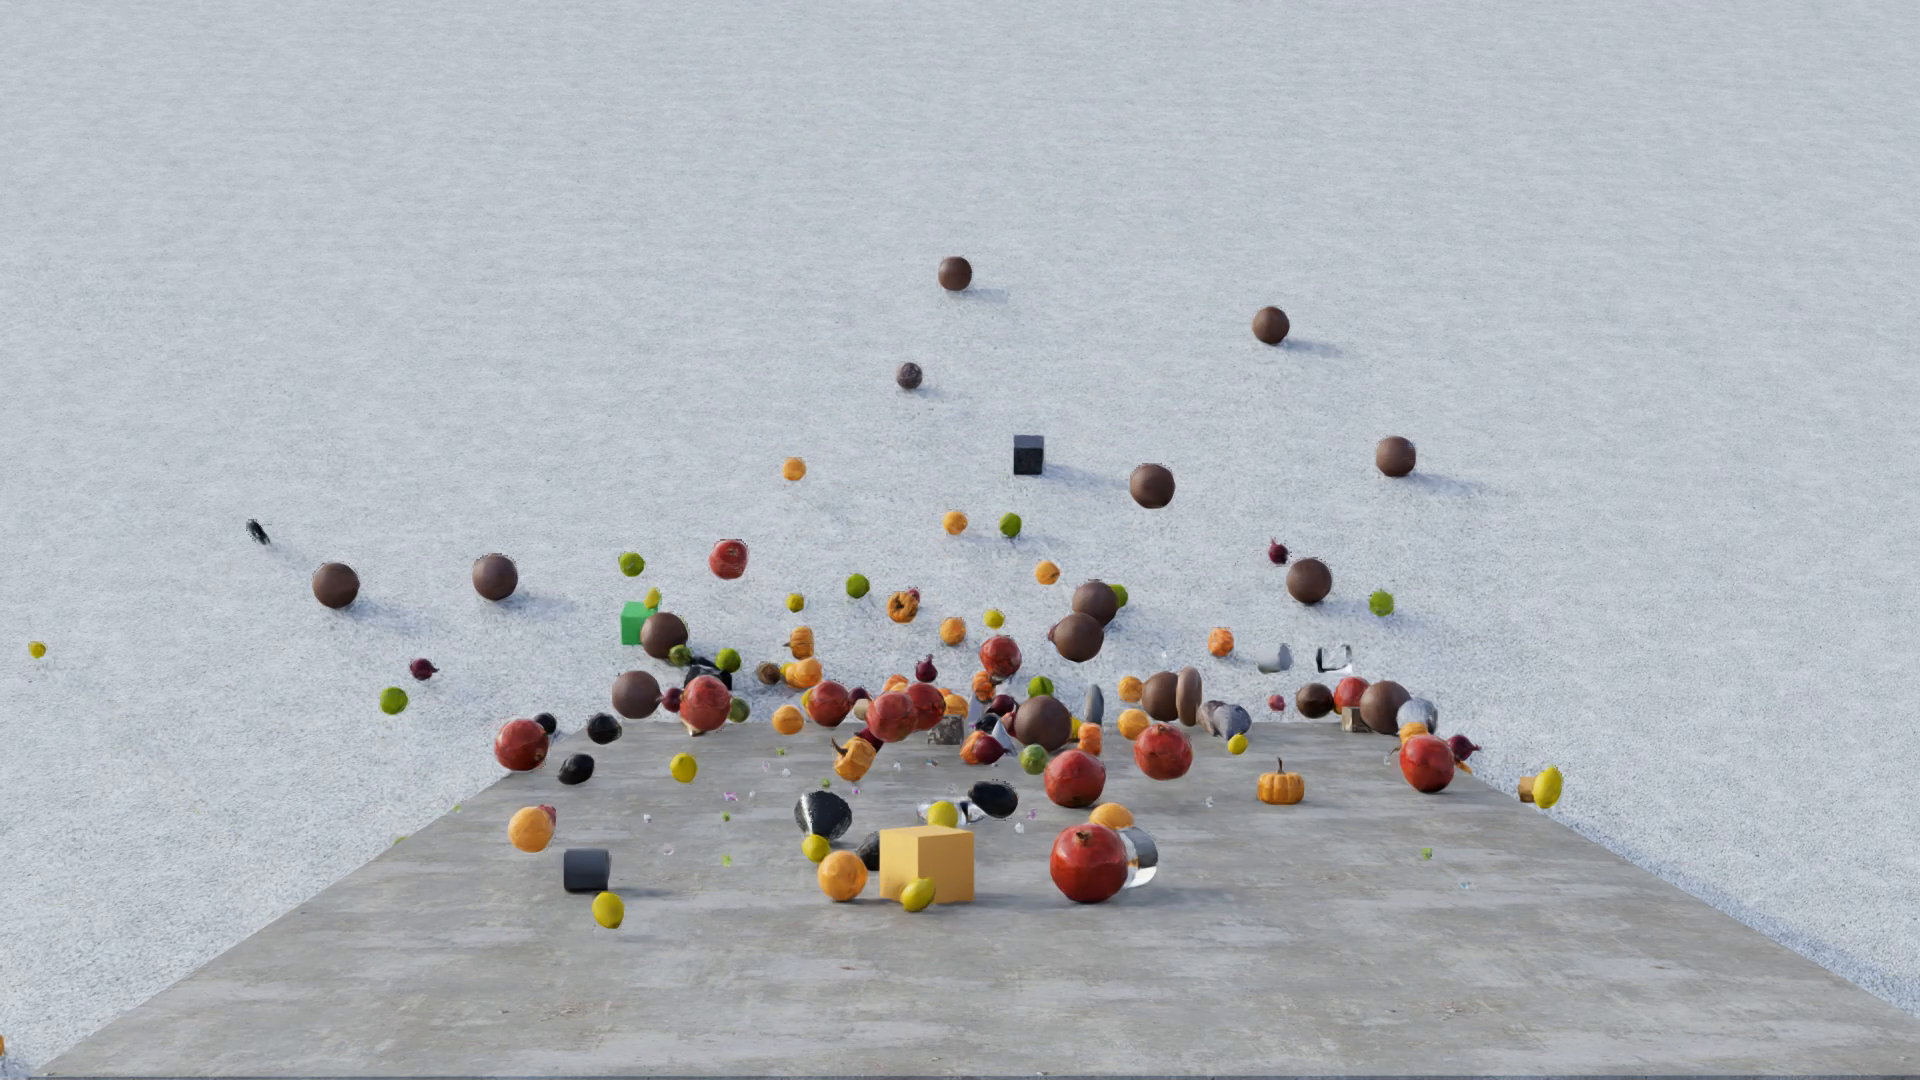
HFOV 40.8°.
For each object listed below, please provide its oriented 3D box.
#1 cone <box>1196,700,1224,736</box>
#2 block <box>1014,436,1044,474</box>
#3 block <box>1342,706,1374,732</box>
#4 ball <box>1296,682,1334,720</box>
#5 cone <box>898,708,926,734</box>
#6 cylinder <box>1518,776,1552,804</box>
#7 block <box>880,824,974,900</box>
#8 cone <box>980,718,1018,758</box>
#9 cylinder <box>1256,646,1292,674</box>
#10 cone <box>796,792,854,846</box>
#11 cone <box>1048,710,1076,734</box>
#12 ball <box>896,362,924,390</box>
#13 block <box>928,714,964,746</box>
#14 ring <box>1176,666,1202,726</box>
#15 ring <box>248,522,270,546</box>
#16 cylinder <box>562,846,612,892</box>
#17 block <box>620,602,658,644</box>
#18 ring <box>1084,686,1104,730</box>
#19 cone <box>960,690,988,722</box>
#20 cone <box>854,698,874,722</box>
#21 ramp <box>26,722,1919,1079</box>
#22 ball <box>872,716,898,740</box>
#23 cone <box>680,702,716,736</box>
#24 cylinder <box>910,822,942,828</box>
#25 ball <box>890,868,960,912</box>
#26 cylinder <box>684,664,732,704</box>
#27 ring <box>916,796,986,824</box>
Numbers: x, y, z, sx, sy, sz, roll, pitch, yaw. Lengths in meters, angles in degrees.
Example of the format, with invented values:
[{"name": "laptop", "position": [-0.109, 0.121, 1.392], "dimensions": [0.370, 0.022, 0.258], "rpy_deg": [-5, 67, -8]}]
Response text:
[{"name": "cone", "position": [0.614, 0.451, 6.235], "dimensions": [0.092, 0.092, 0.092], "rpy_deg": [3, 28, 5]}, {"name": "block", "position": [0.214, -0.267, 8.119], "dimensions": [0.093, 0.093, 0.093], "rpy_deg": [1, 27, 1]}, {"name": "block", "position": [0.978, 0.440, 6.343], "dimensions": [0.058, 0.058, 0.058], "rpy_deg": [0, 1, -16]}, {"name": "ball", "position": [0.920, 0.417, 6.702], "dimensions": [0.097, 0.097, 0.097], "rpy_deg": [0, 27, 0]}, {"name": "cone", "position": [-0.121, 0.455, 6.276], "dimensions": [0.070, 0.070, 0.070], "rpy_deg": [3, 28, 6]}, {"name": "cylinder", "position": [1.161, 0.504, 5.205], "dimensions": [0.055, 0.055, 0.055], "rpy_deg": [-1, 24, 27]}, {"name": "block", "position": [-0.048, 0.468, 3.723], "dimensions": [0.097, 0.097, 0.097], "rpy_deg": [-1, 1, -35]}, {"name": "cone", "position": [0.087, 0.438, 5.758], "dimensions": [0.085, 0.085, 0.085], "rpy_deg": [0, 1, 0]}, {"name": "cylinder", "position": [0.842, 0.321, 6.925], "dimensions": [0.068, 0.068, 0.068], "rpy_deg": [-12, 17, 34]}, {"name": "cone", "position": [-0.234, 0.485, 4.278], "dimensions": [0.098, 0.098, 0.098], "rpy_deg": [4, 22, 8]}, {"name": "cone", "position": [0.243, 0.456, 6.243], "dimensions": [0.067, 0.067, 0.067], "rpy_deg": [3, 16, 6]}, {"name": "ball", "position": [-0.171, -0.553, 8.677], "dimensions": [0.094, 0.094, 0.094], "rpy_deg": [0, 27, 0]}, {"name": "block", "position": [-0.032, 0.443, 6.025], "dimensions": [0.066, 0.066, 0.066], "rpy_deg": [0, 1, 16]}, {"name": "ring", "position": [0.570, 0.388, 6.403], "dimensions": [0.050, 0.150, 0.150], "rpy_deg": [0, 26, 14]}, {"name": "ring", "position": [-2.079, -0.020, 7.650], "dimensions": [0.028, 0.083, 0.083], "rpy_deg": [-39, 41, -18]}, {"name": "cylinder", "position": [-0.548, 0.484, 3.790], "dimensions": [0.061, 0.061, 0.061], "rpy_deg": [10, 24, -18]}, {"name": "block", "position": [-0.887, 0.230, 7.150], "dimensions": [0.087, 0.087, 0.087], "rpy_deg": [2, 27, 4]}, {"name": "ring", "position": [0.329, 0.409, 6.308], "dimensions": [0.036, 0.109, 0.109], "rpy_deg": [9, 28, 7]}, {"name": "cone", "position": [0.035, 0.430, 6.740], "dimensions": [0.082, 0.082, 0.082], "rpy_deg": [3, 11, -1]}, {"name": "cone", "position": [-0.232, 0.432, 6.612], "dimensions": [0.060, 0.060, 0.060], "rpy_deg": [-16, 1, -29]}, {"name": "ramp", "position": [0.061, 0.551, 4.588], "dimensions": [2.000, 0.100, 4.000], "rpy_deg": [0, 1, 0]}, {"name": "ball", "position": [-0.177, 0.445, 6.103], "dimensions": [0.057, 0.057, 0.057], "rpy_deg": [0, 27, 0]}, {"name": "cone", "position": [-0.640, 0.452, 6.232], "dimensions": [0.090, 0.090, 0.090], "rpy_deg": [3, 28, 5]}, {"name": "cylinder", "position": [-0.051, 0.500, 4.073], "dimensions": [0.078, 0.078, 0.078], "rpy_deg": [-3, 32, 2]}, {"name": "ball", "position": [-0.049, 0.513, 3.644], "dimensions": [0.100, 0.100, 0.100], "rpy_deg": [0, 27, 0]}, {"name": "cylinder", "position": [-0.667, 0.381, 6.842], "dimensions": [0.091, 0.091, 0.091], "rpy_deg": [12, 29, 26]}, {"name": "ring", "position": [-0.017, 0.480, 4.591], "dimensions": [0.126, 0.042, 0.126], "rpy_deg": [0, 0, 0]}]
